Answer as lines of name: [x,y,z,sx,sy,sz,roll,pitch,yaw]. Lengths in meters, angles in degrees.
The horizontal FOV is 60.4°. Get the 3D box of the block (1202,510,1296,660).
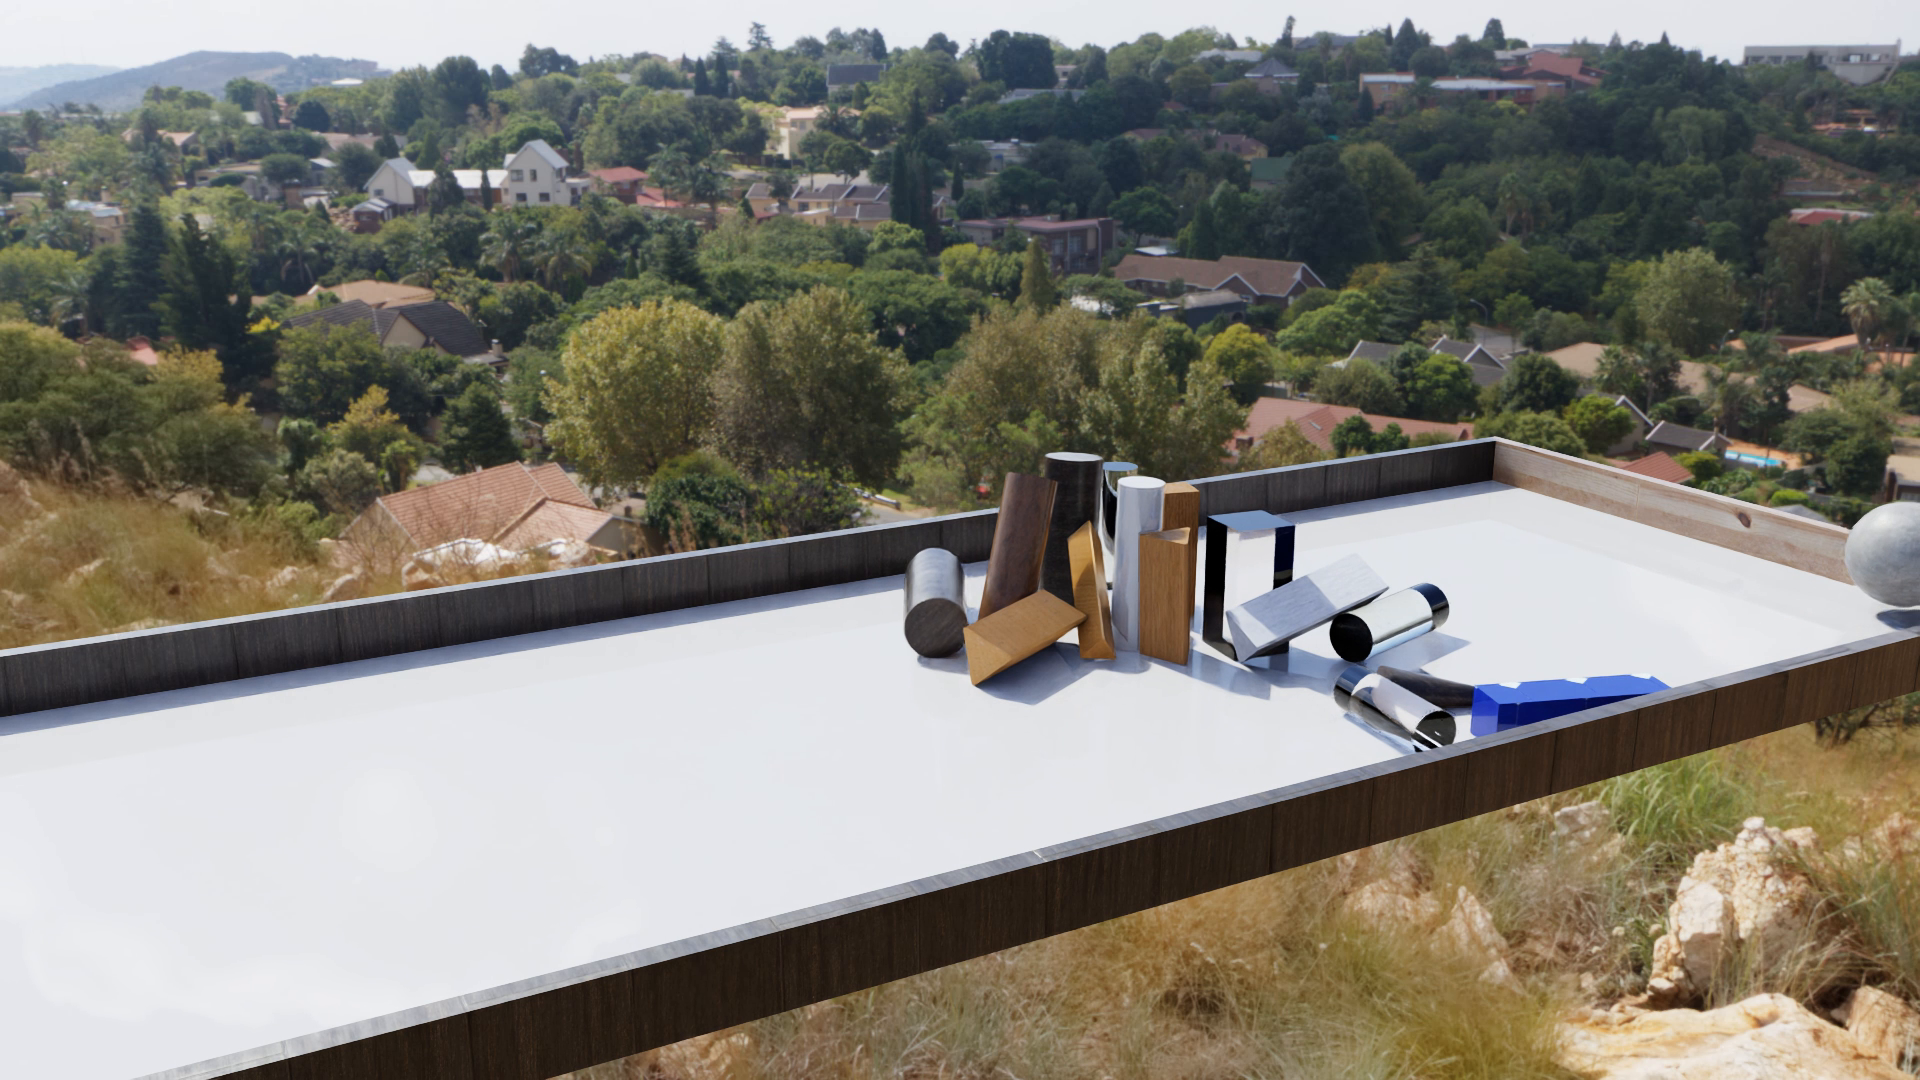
block: [0.758,0.117,4.338,0.166,0.348,0.166,-6,17,-21]

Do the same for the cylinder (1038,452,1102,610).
cylinder: [0.309,-0.023,4.646,0.162,0.429,0.162,3,11,0]

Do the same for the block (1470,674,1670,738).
block: [1.411,0.396,3.798,0.438,0.118,0.118,-3,17,-10]

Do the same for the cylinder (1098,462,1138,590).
cylinder: [0.460,-0.041,4.853,0.116,0.362,0.116,0,16,0]

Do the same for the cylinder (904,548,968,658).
cylinder: [-0.066,0.166,4.494,0.167,0.167,0.453,0,16,-1]

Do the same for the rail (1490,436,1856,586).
rail: [2.466,-0.048,5.253,0.050,0.150,2.100,-9,18,-27]

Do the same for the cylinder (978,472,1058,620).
cylinder: [0.154,0.040,4.429,0.144,0.422,0.144,11,-3,1]

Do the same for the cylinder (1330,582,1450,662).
cylinder: [1.144,0.217,4.384,0.373,0.132,0.132,-15,22,-42]

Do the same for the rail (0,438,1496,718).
rail: [-3.305,0.497,3.399,12.000,0.150,0.050,-9,18,-27]

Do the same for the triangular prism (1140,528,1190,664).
triangular prism: [0.561,0.139,4.291,0.143,0.327,0.123,13,23,39]

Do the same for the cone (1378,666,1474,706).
cone: [1.229,0.376,3.985,0.437,0.103,0.103,6,16,-4]

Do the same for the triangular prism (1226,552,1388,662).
triangular prism: [0.886,0.164,4.266,0.401,0.128,0.147,-23,-13,-15]

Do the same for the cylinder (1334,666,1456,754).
cylinder: [1.000,0.394,3.805,0.117,0.117,0.306,-6,18,-21]

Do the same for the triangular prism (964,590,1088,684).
triangular prism: [0.149,0.228,4.230,0.150,0.130,0.368,-38,-10,37]

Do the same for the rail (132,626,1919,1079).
rail: [-2.336,1.006,1.665,12.000,0.150,0.050,-9,18,-27]

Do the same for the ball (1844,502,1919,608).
ball: [2.627,0.040,4.588,0.294,0.294,0.294,0,16,0]

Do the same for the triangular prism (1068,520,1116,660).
triangular prism: [0.356,0.127,4.400,0.093,0.080,0.416,3,48,-6]

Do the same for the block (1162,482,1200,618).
block: [0.594,0.030,4.608,0.105,0.364,0.105,-4,17,-13]

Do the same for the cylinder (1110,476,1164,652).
cylinder: [0.466,0.063,4.347,0.122,0.445,0.122,1,16,0]
